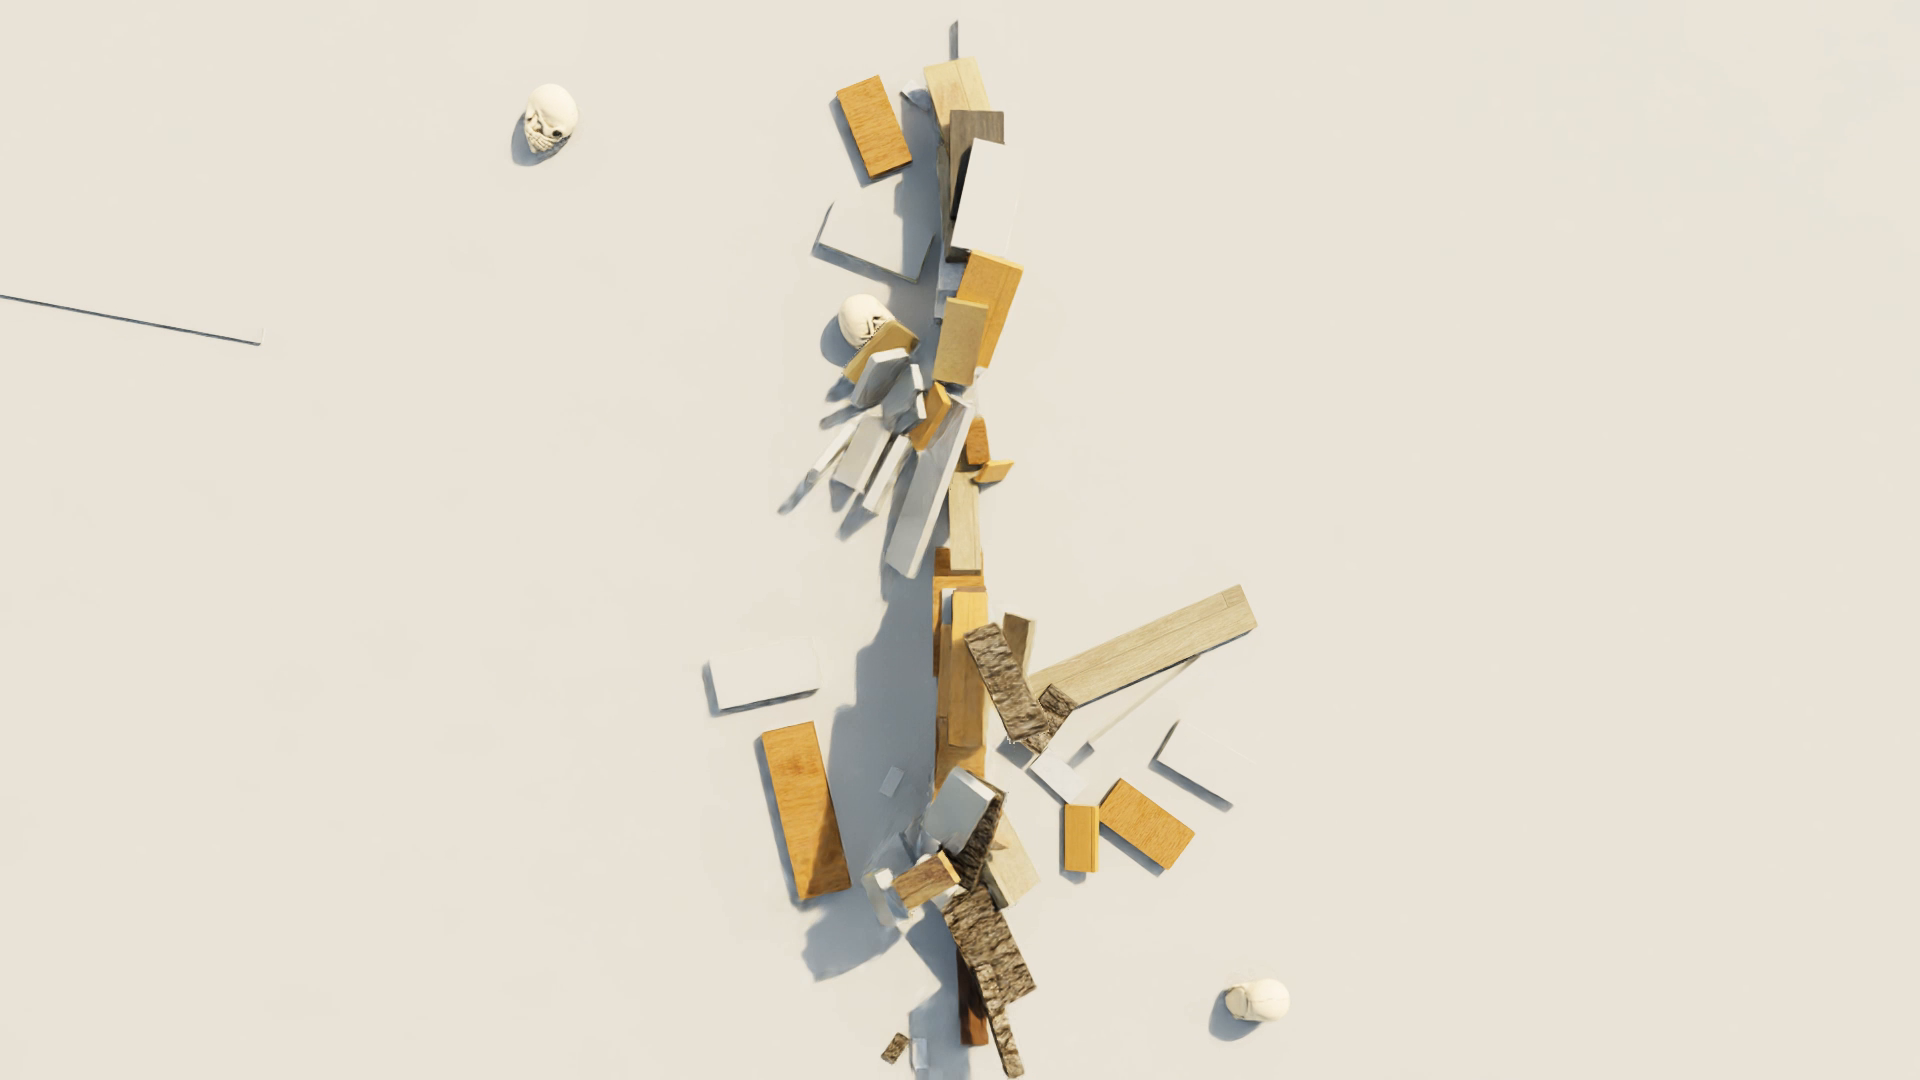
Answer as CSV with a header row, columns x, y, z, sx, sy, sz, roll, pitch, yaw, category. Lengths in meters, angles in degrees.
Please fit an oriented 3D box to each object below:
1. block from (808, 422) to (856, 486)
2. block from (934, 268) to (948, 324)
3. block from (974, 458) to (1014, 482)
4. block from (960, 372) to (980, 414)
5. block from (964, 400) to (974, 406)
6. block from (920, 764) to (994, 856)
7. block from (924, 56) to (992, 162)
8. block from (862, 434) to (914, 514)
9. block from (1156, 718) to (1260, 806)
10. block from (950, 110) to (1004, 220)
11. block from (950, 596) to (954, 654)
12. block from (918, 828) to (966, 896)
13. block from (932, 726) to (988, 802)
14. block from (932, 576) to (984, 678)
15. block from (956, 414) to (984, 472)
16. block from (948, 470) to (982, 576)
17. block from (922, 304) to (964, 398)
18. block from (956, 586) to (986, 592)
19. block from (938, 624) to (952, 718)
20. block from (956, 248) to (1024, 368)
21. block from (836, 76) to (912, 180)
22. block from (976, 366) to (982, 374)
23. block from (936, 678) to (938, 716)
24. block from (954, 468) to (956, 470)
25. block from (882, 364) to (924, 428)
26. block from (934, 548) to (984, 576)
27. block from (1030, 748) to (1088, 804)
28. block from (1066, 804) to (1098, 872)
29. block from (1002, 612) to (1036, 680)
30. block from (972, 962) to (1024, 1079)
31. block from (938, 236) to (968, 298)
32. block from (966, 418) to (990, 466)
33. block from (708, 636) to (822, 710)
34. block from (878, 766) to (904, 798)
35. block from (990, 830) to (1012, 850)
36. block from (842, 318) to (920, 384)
x,y,z,sx,sy,sz,roll,pitch,yaw,category
-0.418,-0.283,5.405,0.030,0.106,0.212,35,64,2,block
0.017,-0.862,5.375,0.173,0.049,0.346,5,70,1,block
0.114,-0.228,5.420,0.021,0.147,0.073,46,119,21,block
-0.016,-0.499,5.447,0.142,0.040,0.284,-7,103,1,block
0.001,-0.367,5.440,0.095,0.027,0.189,-3,115,0,block
-0.009,0.811,4.937,0.143,0.041,0.286,37,132,12,block
0.008,-1.400,5.374,0.174,0.049,0.347,-14,73,-5,block
-0.235,-0.214,5.432,0.037,0.132,0.264,28,90,8,block
0.823,0.739,5.478,0.305,0.043,0.153,30,90,0,block
0.053,-1.197,5.272,0.172,0.049,0.344,0,87,-5,block
0.023,0.256,5.092,0.095,0.027,0.191,3,73,-1,block
-0.034,1.061,5.428,0.139,0.039,0.277,-16,101,0,block
-0.001,0.704,5.067,0.144,0.041,0.287,5,123,-2,block
-0.005,0.271,5.169,0.158,0.045,0.316,0,90,0,block
0.029,-0.319,5.404,0.095,0.027,0.189,-2,115,-1,block
0.014,-0.060,5.304,0.095,0.027,0.445,1,47,-3,block
-0.040,-0.613,5.373,0.142,0.040,0.284,9,86,2,block
0.037,0.239,5.070,0.095,0.027,0.191,-1,73,-2,block
0.008,0.408,5.080,0.144,0.041,0.287,3,71,0,block
0.064,-0.734,5.250,0.173,0.049,0.346,18,115,-5,block
-0.283,-1.372,5.479,0.152,0.043,0.303,-22,90,0,block
0.005,-0.692,5.443,0.142,0.040,0.284,1,104,0,block
-0.006,0.569,5.199,0.140,0.040,0.281,0,96,0,block
0.007,-0.284,5.448,0.095,0.027,0.189,-4,115,0,block
-0.187,-0.466,5.344,0.029,0.204,0.102,11,51,-29,block
-0.003,0.108,5.346,0.158,0.316,0.045,0,113,0,block
0.328,0.783,5.487,0.181,0.026,0.090,43,90,0,block
0.404,0.986,5.461,0.108,0.031,0.217,0,90,28,block
0.170,0.336,5.111,0.103,0.029,0.206,16,101,39,block
0.120,1.527,5.252,0.050,0.176,0.353,-17,78,-7,block
0.026,-0.951,5.355,0.173,0.049,0.346,4,70,1,block
0.054,-0.320,5.378,0.073,0.021,0.147,-8,115,2,block
-0.644,0.439,5.476,0.345,0.049,0.172,-12,90,0,block
-0.228,0.805,5.493,0.047,0.013,0.094,28,90,0,block
0.053,0.933,5.208,0.117,0.233,0.033,-12,60,30,block
-0.258,-0.604,5.413,0.242,0.034,0.121,-45,132,18,block
